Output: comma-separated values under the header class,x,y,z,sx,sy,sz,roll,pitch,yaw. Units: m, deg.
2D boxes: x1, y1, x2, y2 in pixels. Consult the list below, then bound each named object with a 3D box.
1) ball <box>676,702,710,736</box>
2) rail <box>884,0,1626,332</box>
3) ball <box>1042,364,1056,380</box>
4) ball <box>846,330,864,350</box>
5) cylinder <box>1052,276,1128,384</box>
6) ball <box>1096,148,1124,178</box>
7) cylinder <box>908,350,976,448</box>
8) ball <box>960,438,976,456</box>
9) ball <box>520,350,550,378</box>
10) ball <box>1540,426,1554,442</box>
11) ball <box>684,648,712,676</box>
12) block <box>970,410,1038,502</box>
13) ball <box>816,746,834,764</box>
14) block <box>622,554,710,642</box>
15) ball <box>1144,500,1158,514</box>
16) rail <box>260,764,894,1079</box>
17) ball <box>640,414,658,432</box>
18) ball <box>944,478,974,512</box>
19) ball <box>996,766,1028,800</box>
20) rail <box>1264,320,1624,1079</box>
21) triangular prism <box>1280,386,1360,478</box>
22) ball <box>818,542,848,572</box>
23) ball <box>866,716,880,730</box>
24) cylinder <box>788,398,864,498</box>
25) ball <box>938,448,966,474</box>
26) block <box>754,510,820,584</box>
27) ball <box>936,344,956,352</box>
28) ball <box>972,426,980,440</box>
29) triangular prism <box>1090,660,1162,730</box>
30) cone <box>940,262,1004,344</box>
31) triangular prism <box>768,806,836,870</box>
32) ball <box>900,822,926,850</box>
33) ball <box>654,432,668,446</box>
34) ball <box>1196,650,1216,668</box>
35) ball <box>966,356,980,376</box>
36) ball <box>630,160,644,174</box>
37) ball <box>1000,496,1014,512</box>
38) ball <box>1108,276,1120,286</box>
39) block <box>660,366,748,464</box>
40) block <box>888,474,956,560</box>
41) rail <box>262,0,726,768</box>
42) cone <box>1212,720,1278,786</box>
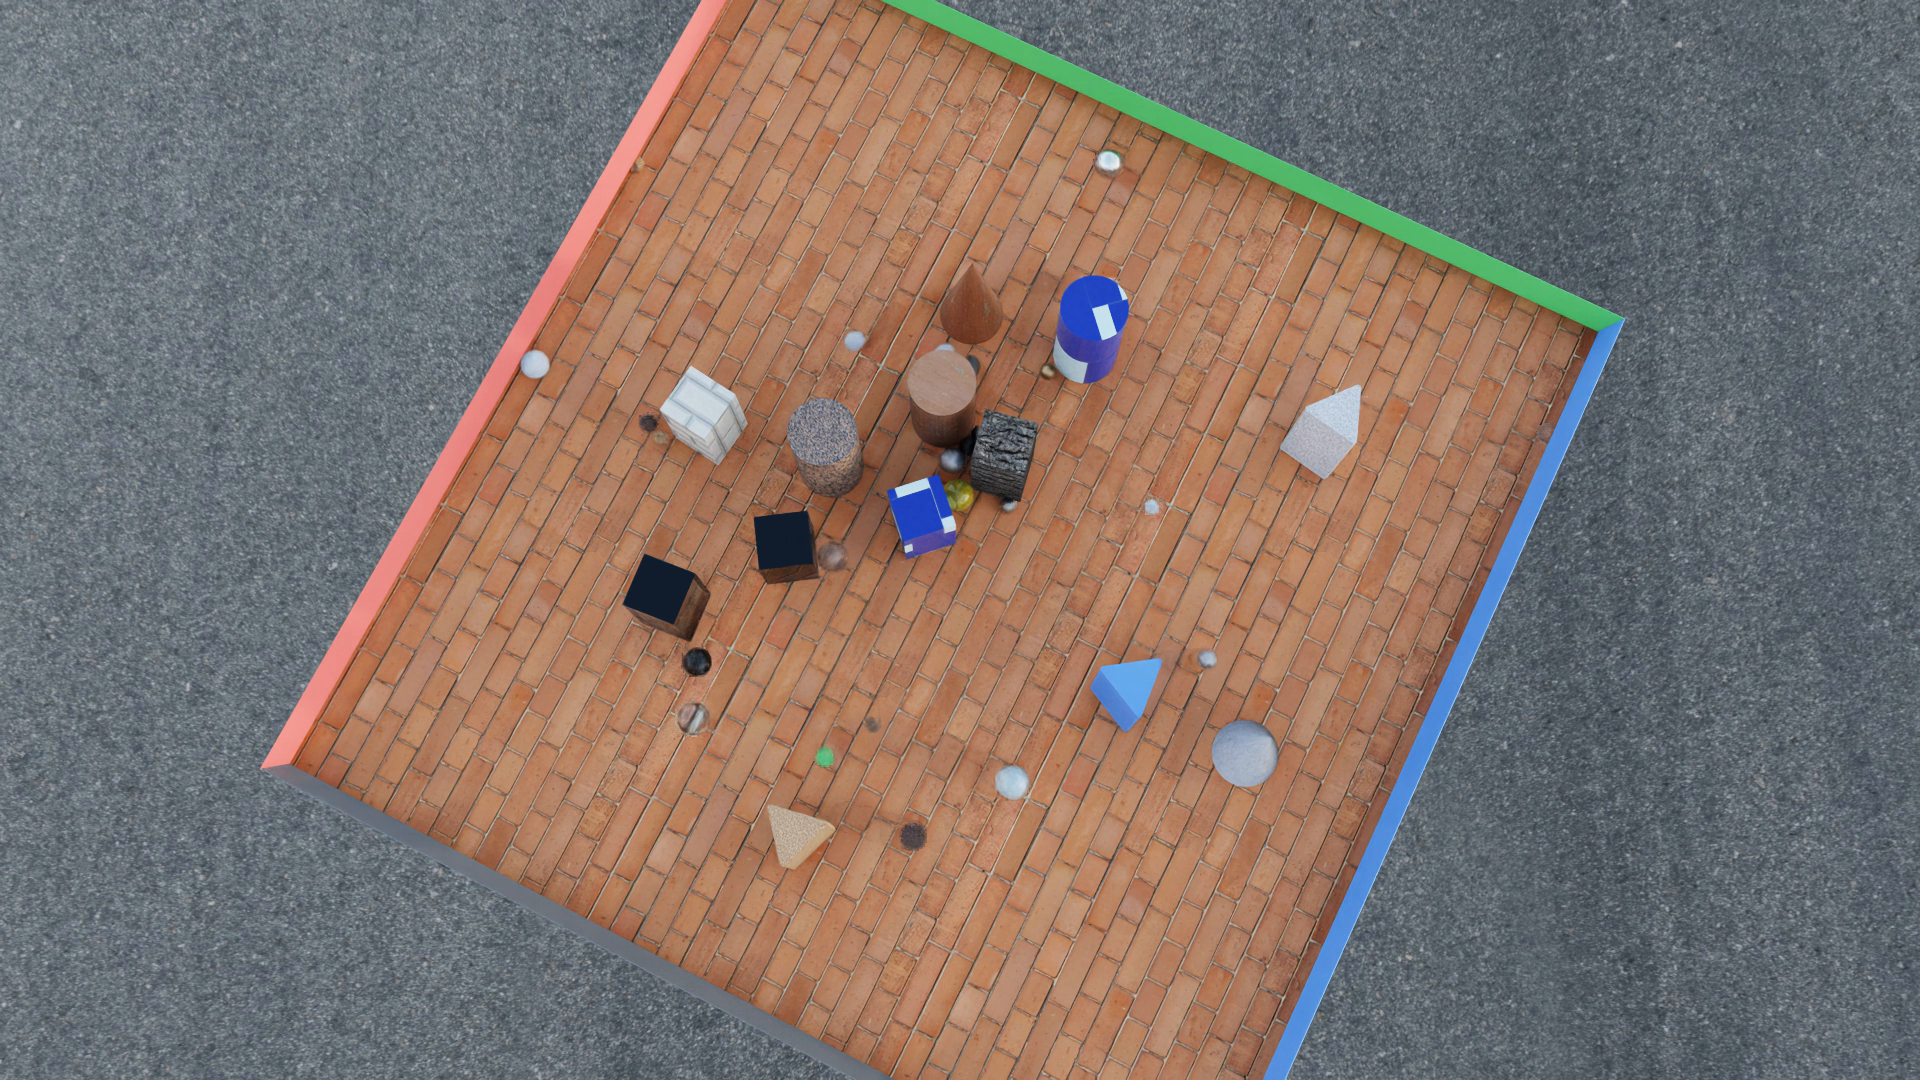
class,x,y,z,sx,sy,sz,roll,pitch,yaw
ball,-0.794,0.532,5.457,0.098,0.098,0.098,0,78,0
rail,0.673,-1.312,5.821,3.039,0.130,0.045,26,80,5
ball,0.277,-0.521,5.700,0.049,0.049,0.049,0,78,0
ball,-0.326,-0.623,5.715,0.060,0.060,0.060,0,78,0
cylinder,0.390,-0.629,5.527,0.200,0.431,0.200,0,78,0
ball,0.477,-1.196,5.818,0.090,0.090,0.090,0,78,0
cylinder,-0.051,-0.421,5.514,0.200,0.372,0.200,0,78,0
ball,0.026,-0.289,5.647,0.057,0.057,0.057,0,78,0
ball,-1.318,-0.546,5.685,0.088,0.088,0.088,0,78,0
ball,1.815,-0.327,5.658,0.052,0.052,0.052,0,78,0
ball,-0.787,0.365,5.497,0.086,0.086,0.086,0,78,0
block,0.130,-0.249,5.485,0.160,0.358,0.160,15,79,3
ball,-0.402,0.642,5.457,0.053,0.053,0.053,0,78,0
block,-0.861,0.175,5.406,0.160,0.341,0.160,21,79,4
ball,0.586,-0.103,5.616,0.042,0.042,0.042,0,78,0
rail,-0.673,1.325,5.275,3.039,0.130,0.045,26,80,5
ball,-0.962,-0.361,5.665,0.052,0.052,0.052,0,78,0
ball,-0.007,-0.137,5.595,0.099,0.099,0.099,0,78,0
ball,0.153,0.716,5.418,0.100,0.100,0.100,0,78,0
rail,1.338,0.662,5.412,0.045,0.130,3.058,26,80,5
triangular prism,1.104,-0.341,5.465,0.173,0.435,0.150,36,81,7
ball,-0.386,0.049,5.560,0.091,0.091,0.091,0,78,0
ball,-0.263,0.550,5.481,0.042,0.042,0.042,0,78,0
cylinder,-0.396,-0.270,5.463,0.200,0.410,0.200,0,78,0
ball,-0.025,-0.244,5.626,0.081,0.081,0.081,0,78,0
block,-0.518,0.025,5.489,0.160,0.240,0.160,-7,78,-1
ball,-0.045,-0.572,5.697,0.074,0.074,0.074,0,78,0
ball,0.057,-0.331,5.663,0.044,0.044,0.044,0,78,0
triangular prism,0.504,0.421,5.315,0.150,0.421,0.173,-37,81,-7
cone,0.037,-0.757,5.537,0.200,0.463,0.200,0,78,0
triangular prism,-0.484,0.828,5.272,0.173,0.338,0.150,-43,81,-8
ball,-0.140,0.871,5.397,0.077,0.077,0.077,0,78,0
ball,-0.922,-0.314,5.660,0.042,0.042,0.042,0,78,0
ball,0.740,0.359,5.513,0.057,0.057,0.057,0,78,0
ball,0.031,-0.538,5.694,0.067,0.067,0.067,0,78,0
ball,-1.032,-1.191,5.841,0.044,0.044,0.044,0,78,0
ball,0.144,-0.108,5.615,0.048,0.048,0.048,0,78,0
ball,0.474,-0.802,5.757,0.051,0.051,0.051,0,78,0
block,-0.769,-0.371,5.529,0.160,0.323,0.160,33,80,6
block,-0.113,-0.067,5.491,0.160,0.274,0.160,-18,79,-4
rail,-1.338,-0.648,5.684,0.045,0.130,3.058,26,80,5
cone,0.854,0.590,5.252,0.200,0.474,0.200,0,78,0
